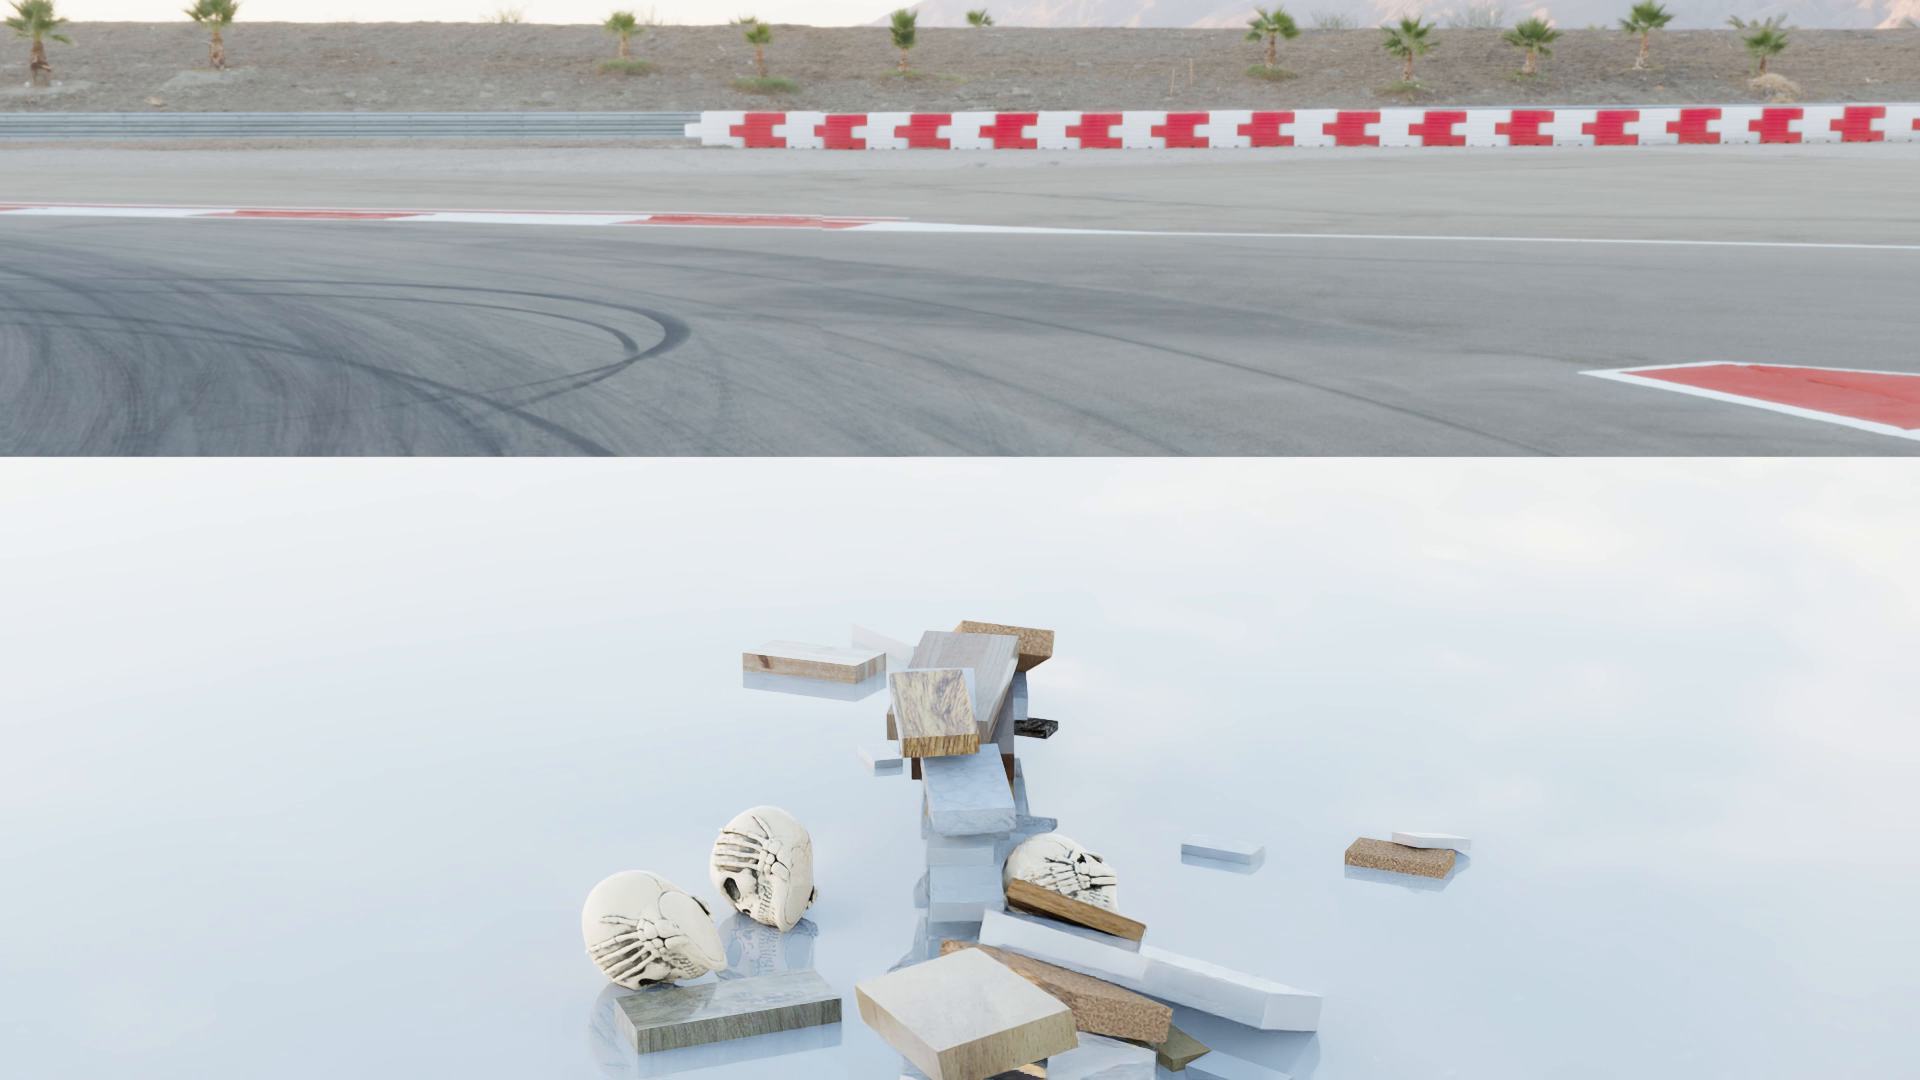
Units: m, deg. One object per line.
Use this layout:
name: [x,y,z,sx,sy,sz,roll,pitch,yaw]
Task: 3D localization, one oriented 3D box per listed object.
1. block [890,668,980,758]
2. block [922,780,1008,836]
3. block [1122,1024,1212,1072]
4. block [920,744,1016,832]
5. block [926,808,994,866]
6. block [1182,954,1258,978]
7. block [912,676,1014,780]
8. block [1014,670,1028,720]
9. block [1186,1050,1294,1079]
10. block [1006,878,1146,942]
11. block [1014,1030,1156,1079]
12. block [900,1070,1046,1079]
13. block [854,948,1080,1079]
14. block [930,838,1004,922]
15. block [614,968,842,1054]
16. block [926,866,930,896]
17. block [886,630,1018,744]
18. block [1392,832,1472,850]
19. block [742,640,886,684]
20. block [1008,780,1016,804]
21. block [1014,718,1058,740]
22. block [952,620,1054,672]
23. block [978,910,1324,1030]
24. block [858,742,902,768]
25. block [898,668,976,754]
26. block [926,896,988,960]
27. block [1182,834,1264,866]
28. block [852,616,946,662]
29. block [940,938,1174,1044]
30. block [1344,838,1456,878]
block: [-0.045,0.288,3.681,0.126,0.036,0.252,-3,22,-6]
block: [0.007,0.424,3.611,0.107,0.030,0.213,-4,18,-9]
block: [0.285,0.697,3.042,0.065,0.018,0.130,-6,12,-28]
block: [0.011,0.401,3.574,0.130,0.037,0.259,-2,18,-5]
block: [0.002,0.456,3.611,0.107,0.030,0.297,0,17,1]
block: [0.374,0.651,3.291,0.130,0.018,0.065,8,13,36]
block: [0.007,0.323,3.944,0.177,0.050,0.355,0,22,1]
block: [0.060,0.311,4.466,0.152,0.043,0.303,3,7,1]
block: [0.373,0.717,2.936,0.130,0.018,0.065,9,14,41]
block: [0.178,0.575,3.379,0.213,0.030,0.107,19,-15,8]
block: [0.084,0.658,2.881,0.169,0.048,0.338,14,-9,-32]
block: [0.070,0.675,2.611,0.154,0.044,0.308,4,-6,-30]
block: [0.001,0.601,2.786,0.174,0.049,0.348,-14,7,-18]
block: [0.009,0.534,3.466,0.112,0.032,0.224,-1,17,-1]
block: [-0.331,0.670,3.139,0.298,0.036,0.126,-4,11,-22]
block: [0.002,0.557,3.622,0.112,0.032,0.224,0,-2,0]
block: [-0.009,0.263,3.958,0.177,0.050,0.355,3,22,10]
block: [0.828,0.528,3.862,0.131,0.018,0.065,7,-2,-34]
block: [-0.343,0.286,5.189,0.303,0.043,0.152,5,12,25]
block: [0.021,0.403,3.865,0.139,0.039,0.347,-1,22,-1]
block: [0.088,0.363,4.339,0.202,0.018,0.065,6,14,22]
block: [0.068,0.223,4.472,0.177,0.050,0.579,7,-8,-4]
block: [0.271,0.620,3.182,0.478,0.049,0.174,10,-6,36]
block: [-0.161,0.436,4.450,0.059,0.017,0.119,-4,11,-18]
block: [-0.038,0.291,3.770,0.130,0.037,0.259,-1,22,0]
block: [0.004,0.608,3.485,0.112,0.032,0.224,0,11,-1]
block: [0.462,0.544,3.868,0.131,0.018,0.065,6,12,28]
block: [-0.127,0.244,5.412,0.152,0.043,0.303,-6,12,-31]
block: [0.127,0.631,3.087,0.169,0.048,0.338,16,-5,-31]
block: [0.763,0.551,3.814,0.171,0.024,0.086,5,12,26]
